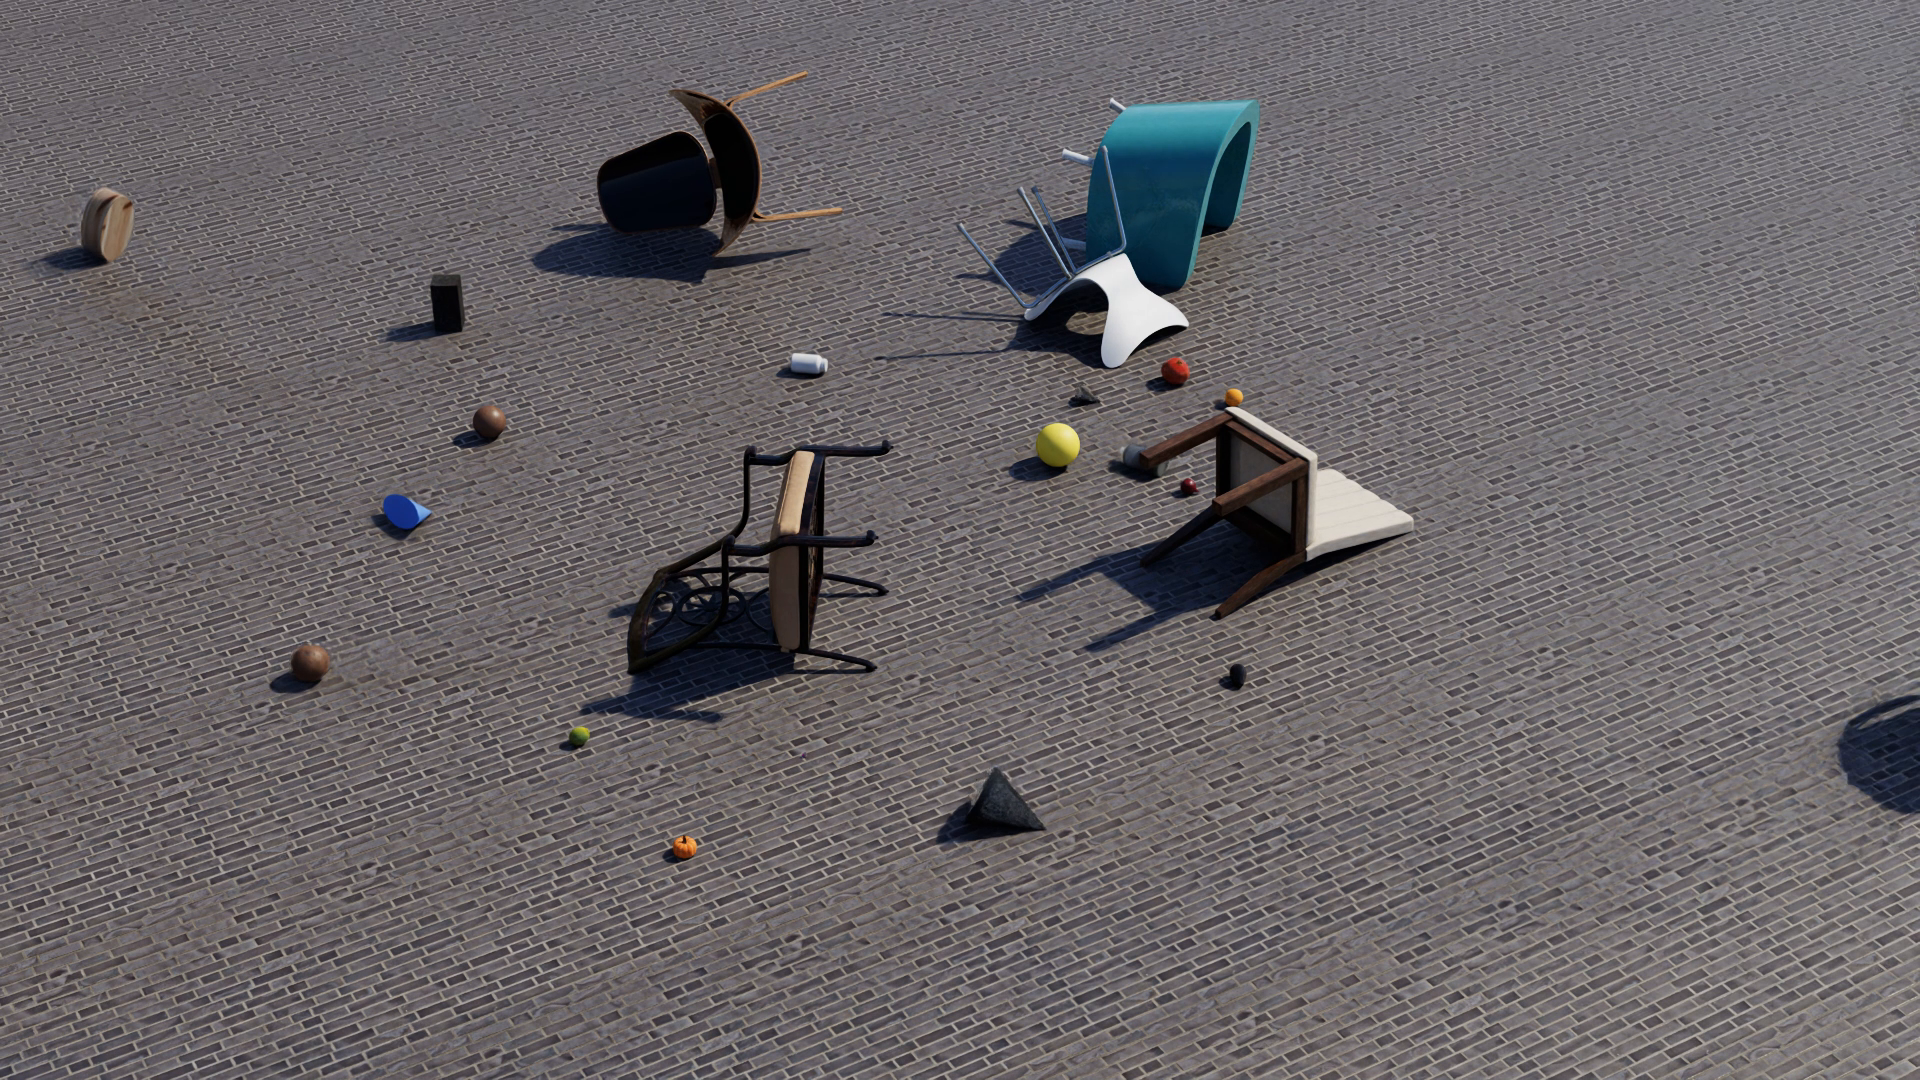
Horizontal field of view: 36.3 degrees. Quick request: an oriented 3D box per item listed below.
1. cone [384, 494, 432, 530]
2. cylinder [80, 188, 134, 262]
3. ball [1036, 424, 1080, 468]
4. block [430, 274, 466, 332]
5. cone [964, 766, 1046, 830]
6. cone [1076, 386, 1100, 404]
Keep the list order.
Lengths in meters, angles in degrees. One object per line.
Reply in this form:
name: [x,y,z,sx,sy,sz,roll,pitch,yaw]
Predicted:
cone: [-2.047,-0.106,11.053,0.145,0.119,0.237,0,16,-45]
cylinder: [-3.719,-1.375,12.782,0.136,0.294,0.162,23,14,31]
ball: [0.379,-0.367,11.346,0.171,0.171,0.171,0,33,0]
block: [-2.140,-0.990,12.249,0.113,0.218,0.100,0,33,-1]
cone: [0.173,0.883,9.517,0.249,0.206,0.213,28,67,1]
cone: [0.524,-0.568,11.780,0.097,0.061,0.087,15,38,-9]
